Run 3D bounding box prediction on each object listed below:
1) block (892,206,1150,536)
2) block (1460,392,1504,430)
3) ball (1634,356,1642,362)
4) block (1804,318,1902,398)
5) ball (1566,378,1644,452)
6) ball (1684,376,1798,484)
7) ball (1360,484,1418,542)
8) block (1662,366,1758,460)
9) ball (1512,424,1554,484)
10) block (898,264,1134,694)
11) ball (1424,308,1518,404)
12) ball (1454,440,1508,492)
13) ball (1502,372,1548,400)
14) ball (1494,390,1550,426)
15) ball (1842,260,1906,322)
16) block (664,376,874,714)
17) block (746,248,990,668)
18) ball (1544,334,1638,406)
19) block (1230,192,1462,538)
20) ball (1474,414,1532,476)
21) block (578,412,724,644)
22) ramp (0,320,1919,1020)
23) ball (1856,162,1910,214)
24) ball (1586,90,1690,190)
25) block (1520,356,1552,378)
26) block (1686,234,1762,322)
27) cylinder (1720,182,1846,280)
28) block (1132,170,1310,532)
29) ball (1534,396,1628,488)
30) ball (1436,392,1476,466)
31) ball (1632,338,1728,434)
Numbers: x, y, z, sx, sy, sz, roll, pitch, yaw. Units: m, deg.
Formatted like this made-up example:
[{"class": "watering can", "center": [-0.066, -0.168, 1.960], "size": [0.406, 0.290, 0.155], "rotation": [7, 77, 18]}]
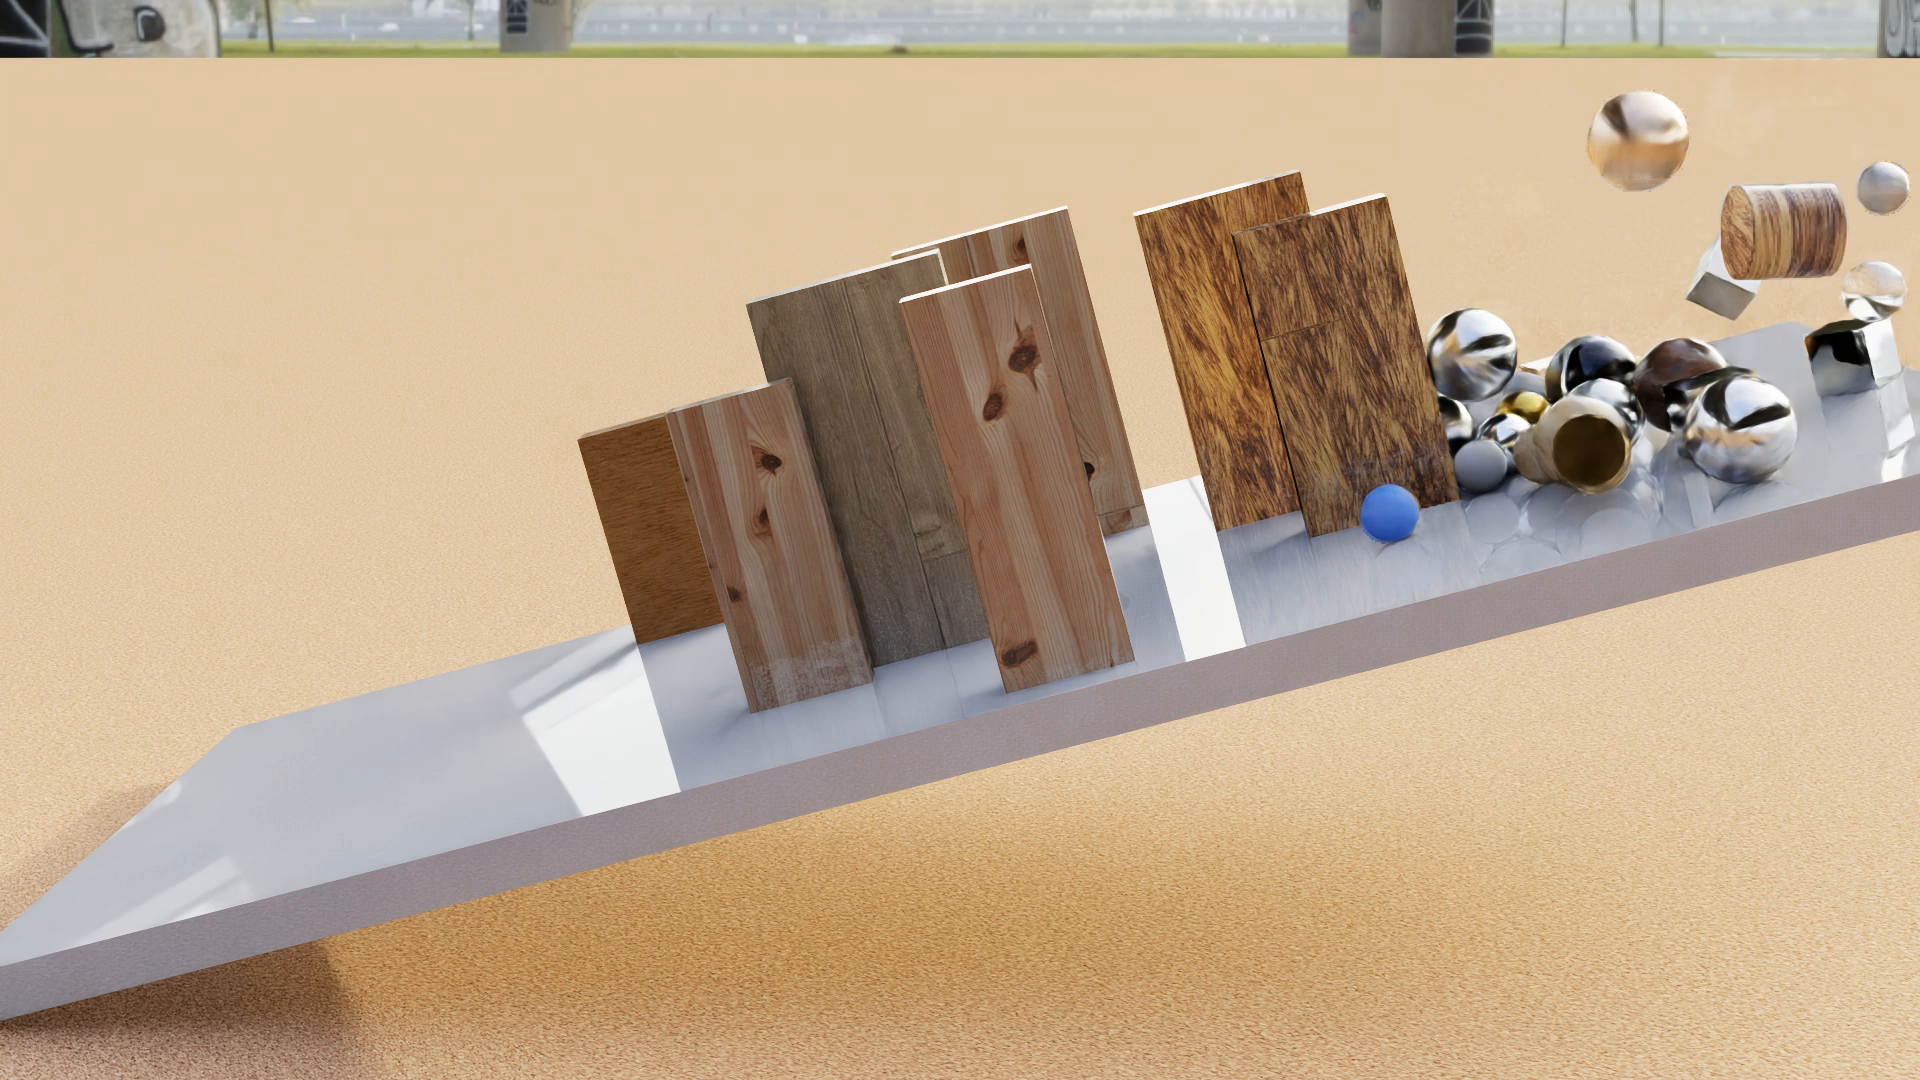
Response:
[{"class": "block", "center": [0.142, -0.351, 6.792], "size": [0.415, 0.751, 0.112], "rotation": [-15, 9, 4]}, {"class": "block", "center": [1.111, -0.251, 6.507], "size": [0.147, 0.147, 0.147], "rotation": [-21, 11, -31]}, {"class": "ball", "center": [1.501, -0.355, 6.582], "size": [0.117, 0.117, 0.117], "rotation": [0, 10, 0]}, {"class": "block", "center": [1.859, -0.383, 6.120], "size": [0.130, 0.130, 0.130], "rotation": [-8, 12, 42]}, {"class": "ball", "center": [1.317, -0.245, 6.041], "size": [0.173, 0.173, 0.173], "rotation": [0, 10, 0]}, {"class": "ball", "center": [1.457, -0.205, 5.490], "size": [0.204, 0.204, 0.204], "rotation": [0, 10, 0]}, {"class": "ball", "center": [0.855, -0.053, 5.849], "size": [0.115, 0.115, 0.115], "rotation": [0, 10, 0]}, {"class": "block", "center": [1.507, -0.251, 5.854], "size": [0.148, 0.148, 0.148], "rotation": [-16, 9, -2]}, {"class": "ball", "center": [1.191, -0.176, 6.002], "size": [0.124, 0.124, 0.124], "rotation": [0, 10, 0]}, {"class": "block", "center": [0.108, -0.111, 5.426], "size": [0.247, 0.751, 0.093], "rotation": [-15, 9, 4]}, {"class": "ball", "center": [1.081, -0.391, 6.233], "size": [0.202, 0.202, 0.202], "rotation": [0, 10, 0]}, {"class": "ball", "center": [1.078, -0.153, 6.091], "size": [0.111, 0.111, 0.111], "rotation": [0, 10, 0]}, {"class": "ball", "center": [1.253, -0.298, 6.545], "size": [0.150, 0.150, 0.150], "rotation": [0, 10, 0]}, {"class": "ball", "center": [1.226, -0.257, 6.391], "size": [0.135, 0.135, 0.135], "rotation": [0, 10, 0]}, {"class": "ball", "center": [1.877, -0.510, 6.040], "size": [0.127, 0.127, 0.127], "rotation": [0, 10, 0]}, {"class": "block", "center": [-0.377, 0.011, 5.877], "size": [0.253, 0.626, 0.087], "rotation": [-15, 9, 4]}, {"class": "block", "center": [-0.134, -0.159, 5.999], "size": [0.399, 0.784, 0.114], "rotation": [-15, 9, 4]}, {"class": "ball", "center": [1.383, -0.345, 6.427], "size": [0.208, 0.208, 0.208], "rotation": [0, 10, 0]}, {"class": "block", "center": [0.801, -0.362, 6.109], "size": [0.320, 0.647, 0.111], "rotation": [-15, 9, 4]}, {"class": "ball", "center": [1.147, -0.200, 6.182], "size": [0.134, 0.134, 0.134], "rotation": [0, 10, 0]}, {"class": "block", "center": [-0.706, -0.037, 7.051], "size": [0.274, 0.514, 0.109], "rotation": [-15, 9, 4]}, {"class": "ramp", "center": [0.080, 0.191, 6.330], "size": [4.000, 0.100, 2.000], "rotation": [-15, 9, 4]}, {"class": "ball", "center": [1.953, -0.745, 6.224], "size": [0.108, 0.108, 0.108], "rotation": [0, 10, 0]}, {"class": "ball", "center": [1.331, -0.783, 5.774], "size": [0.195, 0.195, 0.195], "rotation": [0, 10, 0]}, {"class": "block", "center": [1.371, -0.345, 6.674], "size": [0.135, 0.135, 0.135], "rotation": [-16, 9, -6]}, {"class": "block", "center": [1.590, -0.546, 6.090], "size": [0.112, 0.112, 0.112], "rotation": [25, -28, 2]}, {"class": "cylinder", "center": [1.621, -0.608, 5.796], "size": [0.186, 0.186, 0.186], "rotation": [-3, 10, -5]}, {"class": "block", "center": [0.649, -0.415, 6.457], "size": [0.369, 0.716, 0.114], "rotation": [-15, 9, 4]}, {"class": "ball", "center": [1.234, -0.195, 5.850], "size": [0.185, 0.185, 0.185], "rotation": [0, 10, 0]}, {"class": "ball", "center": [1.004, -0.217, 6.303], "size": [0.203, 0.203, 0.203], "rotation": [0, 10, 0]}, {"class": "ball", "center": [1.489, -0.318, 6.068], "size": [0.200, 0.200, 0.200], "rotation": [0, 10, 0]}]
